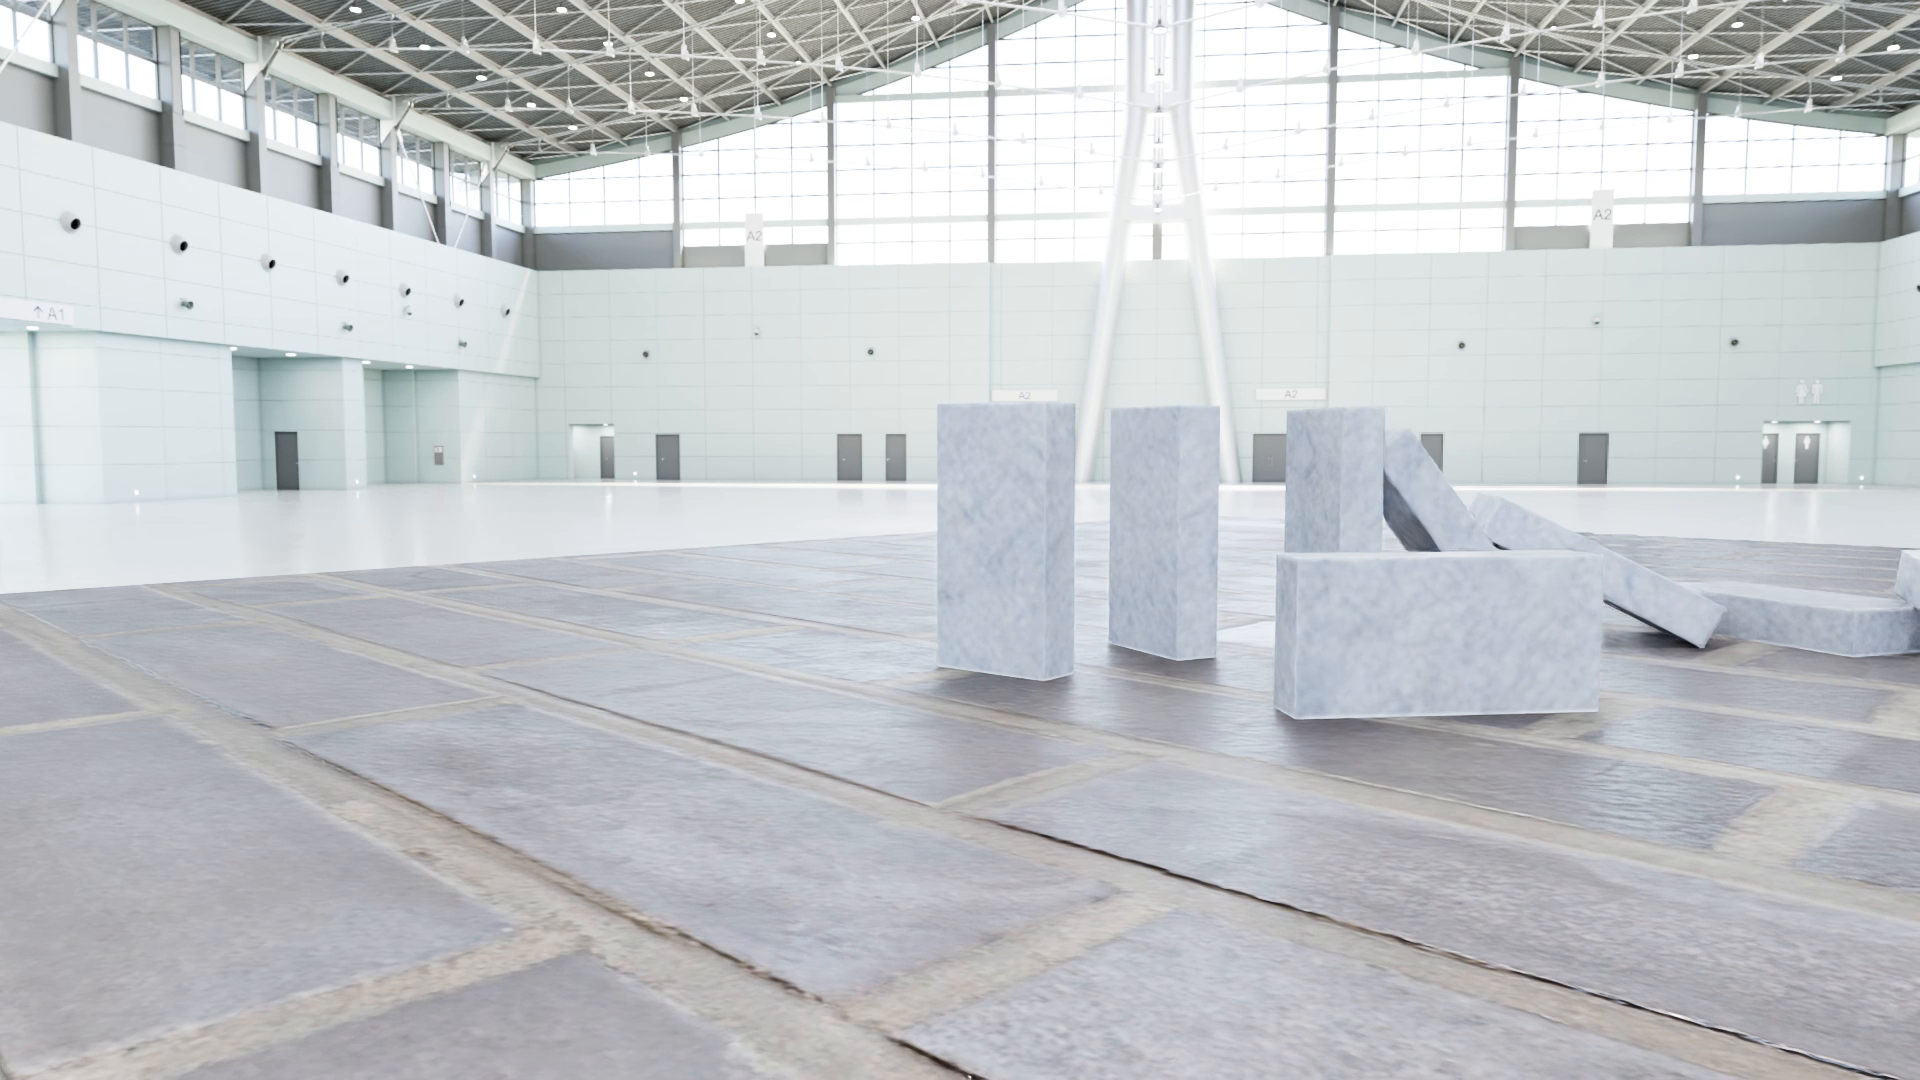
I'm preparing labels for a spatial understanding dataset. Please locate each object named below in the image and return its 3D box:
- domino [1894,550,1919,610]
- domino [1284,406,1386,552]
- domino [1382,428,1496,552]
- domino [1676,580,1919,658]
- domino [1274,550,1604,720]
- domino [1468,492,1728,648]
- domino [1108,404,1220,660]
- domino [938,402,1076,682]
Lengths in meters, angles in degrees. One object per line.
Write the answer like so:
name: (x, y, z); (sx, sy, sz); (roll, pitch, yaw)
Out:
domino: (0.203, 0.014, 0.241); (0.025, 0.010, 0.050); (1, 17, 11)
domino: (0.080, -0.003, 0.277); (0.010, 0.050, 0.025); (-1, 4, -12)
domino: (0.105, -0.001, 0.282); (0.010, 0.050, 0.025); (-37, 3, 3)
domino: (0.182, 0.017, 0.283); (0.025, 0.009, 0.050); (-1, 5, -18)
domino: (0.076, 0.015, 0.205); (0.050, 0.025, 0.010); (0, 4, -7)
domino: (0.137, 0.006, 0.281); (0.050, 0.009, 0.025); (28, 9, 7)
domino: (0.042, -0.002, 0.263); (0.009, 0.050, 0.025); (-2, 5, -26)
domino: (0.008, 0.000, 0.240); (0.025, 0.050, 0.010); (3, 6, 39)
